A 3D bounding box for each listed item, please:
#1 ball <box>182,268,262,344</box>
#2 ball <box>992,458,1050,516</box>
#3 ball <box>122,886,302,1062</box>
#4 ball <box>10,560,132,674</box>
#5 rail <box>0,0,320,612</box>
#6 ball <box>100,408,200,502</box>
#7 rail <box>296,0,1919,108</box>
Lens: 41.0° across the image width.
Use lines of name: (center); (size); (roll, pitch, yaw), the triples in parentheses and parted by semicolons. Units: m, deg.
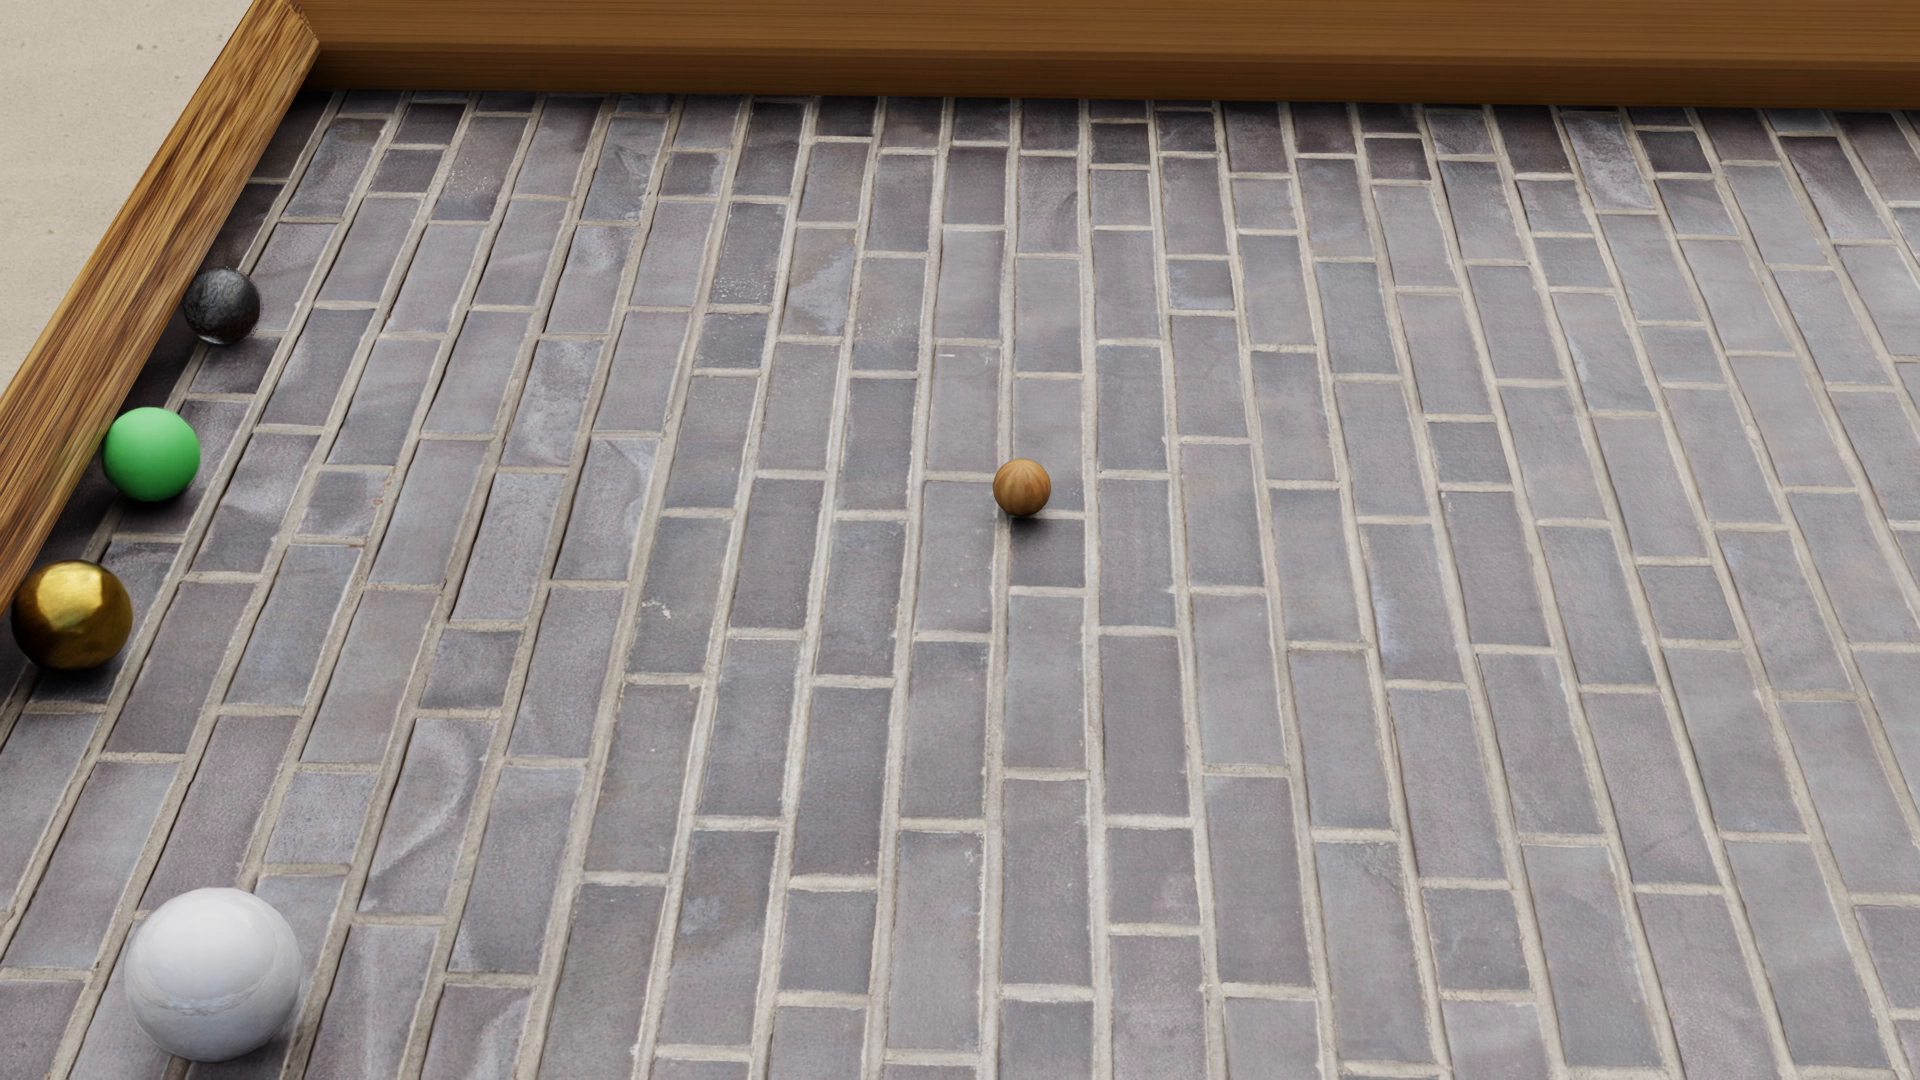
ball: (-0.617, -0.195, 2.145); (0.063, 0.063, 0.063); (0, 35, 0)
ball: (0.047, -0.040, 1.940); (0.044, 0.044, 0.044); (0, 35, 0)
ball: (-0.430, 0.250, 1.478); (0.099, 0.099, 0.099); (0, 35, 0)
ball: (-0.615, 0.053, 1.776); (0.080, 0.080, 0.080); (0, 35, 0)
rail: (-0.667, -0.036, 1.859); (0.045, 0.129, 1.640); (1, 35, 1)
ball: (-0.616, -0.065, 1.951); (0.072, 0.072, 0.072); (0, 35, 0)
rail: (0.716, -0.469, 2.476); (2.765, 0.129, 0.045); (1, 35, 1)
